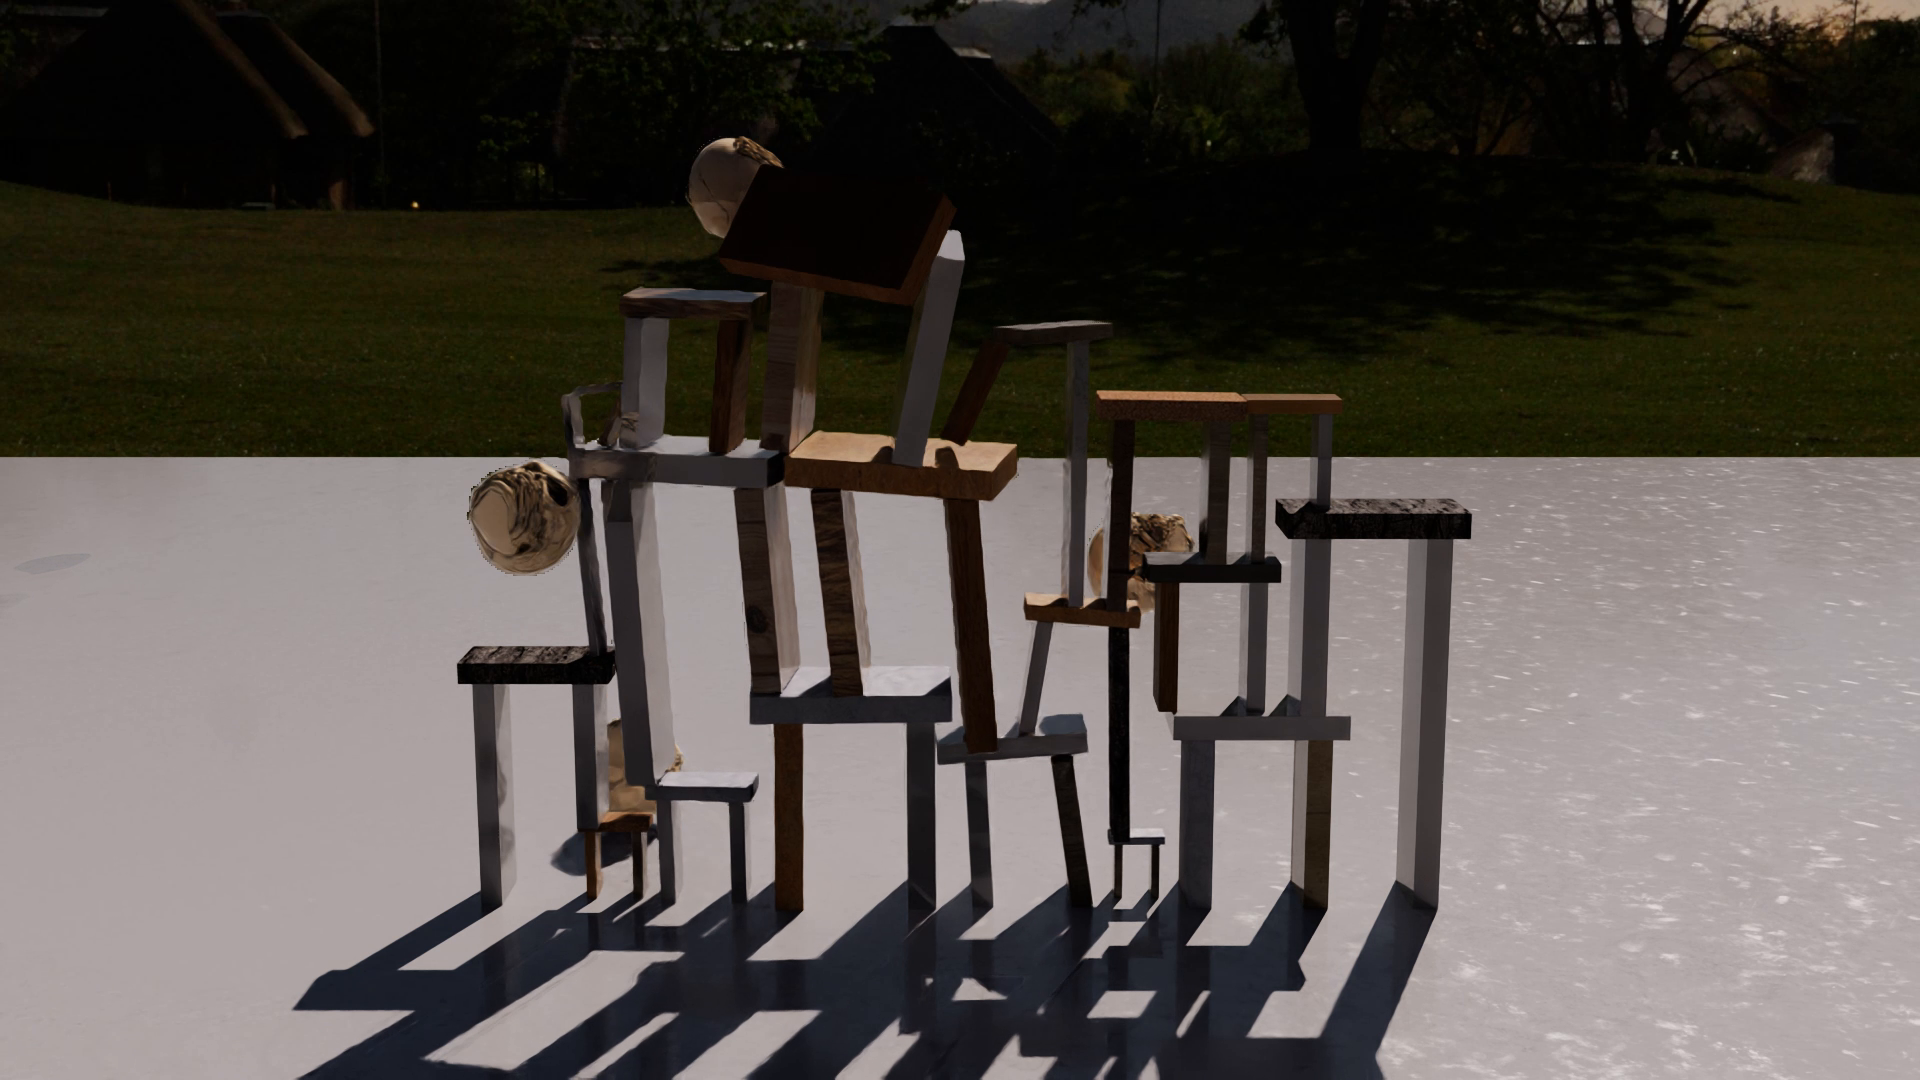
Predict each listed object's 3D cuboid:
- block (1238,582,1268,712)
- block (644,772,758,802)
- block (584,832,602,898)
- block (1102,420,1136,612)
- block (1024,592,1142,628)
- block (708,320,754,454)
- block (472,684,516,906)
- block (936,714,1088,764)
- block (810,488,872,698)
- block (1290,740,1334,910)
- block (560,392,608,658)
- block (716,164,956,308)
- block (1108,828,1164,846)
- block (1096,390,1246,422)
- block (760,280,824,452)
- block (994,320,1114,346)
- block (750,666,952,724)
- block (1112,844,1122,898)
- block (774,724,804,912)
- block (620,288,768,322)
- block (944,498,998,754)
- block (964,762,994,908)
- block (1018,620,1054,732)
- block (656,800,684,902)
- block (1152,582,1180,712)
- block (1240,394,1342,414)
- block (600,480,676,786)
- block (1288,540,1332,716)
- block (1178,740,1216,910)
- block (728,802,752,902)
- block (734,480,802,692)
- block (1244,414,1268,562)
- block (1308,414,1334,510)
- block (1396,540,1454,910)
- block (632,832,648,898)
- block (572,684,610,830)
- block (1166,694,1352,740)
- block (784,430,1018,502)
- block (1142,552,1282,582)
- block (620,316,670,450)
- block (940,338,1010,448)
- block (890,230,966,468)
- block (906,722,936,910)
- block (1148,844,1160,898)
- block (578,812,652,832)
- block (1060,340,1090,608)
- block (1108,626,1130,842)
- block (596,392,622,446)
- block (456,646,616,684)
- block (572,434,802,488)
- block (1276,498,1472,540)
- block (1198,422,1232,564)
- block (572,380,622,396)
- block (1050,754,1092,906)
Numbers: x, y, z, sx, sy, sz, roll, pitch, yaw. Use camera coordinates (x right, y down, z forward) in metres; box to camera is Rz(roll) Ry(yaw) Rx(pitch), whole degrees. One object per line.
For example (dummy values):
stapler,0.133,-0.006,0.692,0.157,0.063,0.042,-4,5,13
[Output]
block,0.479,0.164,3.595,0.030,0.213,0.107,0,11,0
block,-0.426,0.407,3.631,0.174,0.025,0.087,1,10,3
block,-0.610,0.533,3.662,0.016,0.115,0.058,0,11,0
block,0.255,-0.048,3.556,0.033,0.310,0.115,2,11,-1
block,0.198,0.115,3.581,0.185,0.026,0.092,4,10,-2
block,-0.361,-0.250,3.479,0.030,0.210,0.105,8,15,7
block,-0.769,0.405,3.638,0.034,0.375,0.122,0,11,0
block,0.084,0.327,3.616,0.245,0.035,0.122,-5,10,0
block,-0.189,0.066,3.527,0.047,0.334,0.167,-5,15,4
block,0.581,0.450,3.640,0.040,0.285,0.143,0,11,0
block,-0.608,-0.024,3.564,0.013,0.428,0.046,-3,9,12
block,-0.185,-0.453,3.252,0.332,0.166,0.047,14,-19,30
block,0.292,0.493,3.653,0.092,0.013,0.046,-1,11,0
block,0.336,-0.215,3.525,0.230,0.033,0.115,1,11,0
block,-0.259,-0.320,3.459,0.047,0.332,0.166,8,16,8
block,0.147,-0.326,3.458,0.169,0.024,0.085,-7,12,-29
block,-0.177,0.252,3.580,0.322,0.046,0.161,0,14,-2
block,0.262,0.545,3.662,0.013,0.092,0.046,0,11,0
block,-0.282,0.430,3.625,0.046,0.322,0.161,0,14,-4
block,-0.418,-0.372,3.461,0.210,0.030,0.105,3,15,9
block,0.015,0.113,3.520,0.047,0.422,0.167,-5,17,-2
block,0.031,0.470,3.643,0.035,0.245,0.122,-3,11,1
block,0.123,0.214,3.598,0.026,0.184,0.092,9,10,-2
block,-0.481,0.504,3.652,0.025,0.174,0.087,-1,10,2
block,0.337,0.164,3.595,0.030,0.213,0.107,0,11,0
block,0.529,-0.218,3.522,0.154,0.022,0.077,0,11,0
block,-0.527,0.139,3.611,0.047,0.499,0.165,-3,9,5
block,0.568,0.128,3.580,0.041,0.290,0.145,0,11,0
block,0.391,0.450,3.640,0.040,0.285,0.143,0,11,0
block,-0.365,0.505,3.652,0.025,0.174,0.087,0,11,0
block,-0.309,0.064,3.548,0.047,0.329,0.165,-3,13,8
block,0.478,-0.089,3.546,0.022,0.241,0.077,0,11,0
block,0.581,-0.132,3.538,0.022,0.154,0.077,0,11,0
block,0.761,0.288,3.610,0.041,0.616,0.145,0,11,0
block,-0.533,0.533,3.662,0.016,0.115,0.058,0,11,0
block,-0.607,0.341,3.624,0.034,0.243,0.121,0,11,0
block,0.486,0.290,3.610,0.285,0.040,0.143,0,11,0
block,-0.092,-0.118,3.463,0.334,0.047,0.167,5,18,14
block,0.408,0.044,3.573,0.213,0.030,0.107,0,11,0
block,-0.502,-0.258,3.500,0.030,0.210,0.105,9,17,14
block,0.022,-0.231,3.438,0.024,0.169,0.085,24,2,-14
block,-0.052,-0.296,3.369,0.047,0.332,0.166,10,22,-7
block,-0.064,0.429,3.638,0.046,0.322,0.161,0,13,-1
block,0.323,0.545,3.662,0.013,0.092,0.046,0,11,0
block,-0.572,0.468,3.649,0.115,0.016,0.058,0,11,-1
block,0.185,-0.111,3.532,0.024,0.428,0.085,0,10,-6
block,0.262,0.310,3.618,0.026,0.359,0.092,-1,11,-1
block,-0.548,-0.196,3.519,0.013,0.093,0.046,30,17,10
block,-0.688,0.204,3.600,0.243,0.034,0.121,0,11,0
block,-0.437,-0.129,3.540,0.329,0.047,0.165,4,13,15
block,0.664,-0.035,3.550,0.290,0.041,0.145,0,11,0
block,0.411,-0.084,3.549,0.033,0.230,0.115,1,11,0
block,-0.568,-0.243,3.511,0.093,0.013,0.046,-7,6,11
block,0.183,0.469,3.643,0.035,0.245,0.122,-8,10,1
